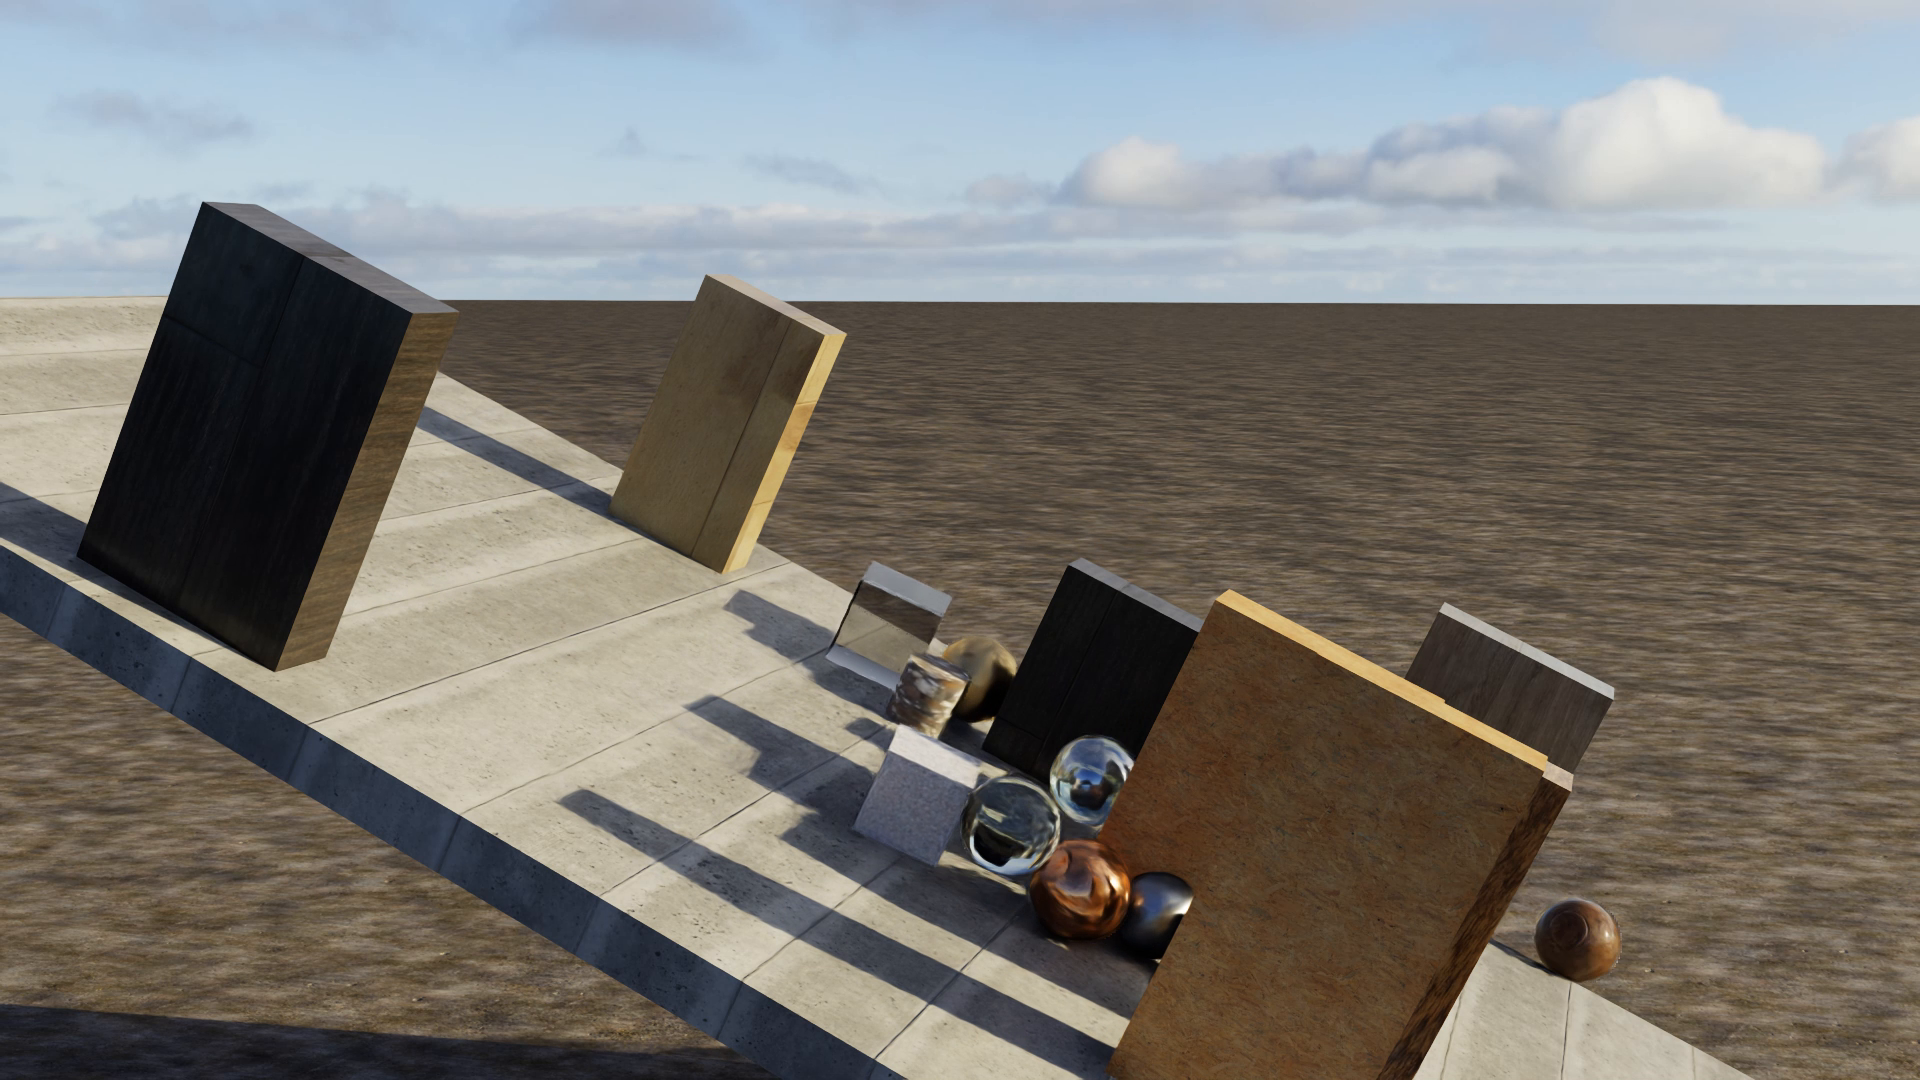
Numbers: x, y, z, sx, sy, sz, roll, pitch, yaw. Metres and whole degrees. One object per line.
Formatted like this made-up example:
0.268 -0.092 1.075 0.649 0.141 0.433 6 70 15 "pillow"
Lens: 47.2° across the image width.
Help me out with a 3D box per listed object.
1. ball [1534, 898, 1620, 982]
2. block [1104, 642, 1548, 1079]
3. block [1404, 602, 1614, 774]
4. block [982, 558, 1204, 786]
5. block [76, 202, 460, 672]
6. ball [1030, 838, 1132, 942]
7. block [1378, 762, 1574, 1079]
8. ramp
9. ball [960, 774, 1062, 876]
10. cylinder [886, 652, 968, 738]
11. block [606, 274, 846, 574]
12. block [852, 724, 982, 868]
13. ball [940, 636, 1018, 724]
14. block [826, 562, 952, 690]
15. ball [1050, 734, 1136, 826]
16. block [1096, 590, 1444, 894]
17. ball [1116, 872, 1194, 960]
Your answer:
1.356 0.880 4.832 0.181 0.181 0.181 0 7 0 "ball"
0.543 0.569 3.308 0.360 0.739 0.102 28 14 12 "block"
0.913 0.521 4.187 0.349 0.715 0.122 28 14 12 "block"
0.332 0.331 4.504 0.427 0.433 0.115 28 14 12 "block"
-1.098 -0.165 3.478 0.399 0.619 0.140 28 14 12 "block"
0.209 0.603 3.800 0.177 0.177 0.177 0 7 0 "ball"
0.726 0.622 3.582 0.248 0.666 0.120 28 14 12 "block"
-0.262 0.446 4.169 4.000 0.100 2.000 28 14 12 "ramp"
0.087 0.487 3.755 0.171 0.171 0.171 0 7 0 "ball"
-0.067 0.318 4.504 0.130 0.130 0.130 23 13 -6 "cylinder"
-0.524 -0.261 4.921 0.308 0.587 0.136 28 14 12 "block"
-0.075 0.453 3.909 0.162 0.162 0.162 25 13 0 "block"
0.035 0.296 4.652 0.182 0.182 0.182 0 7 0 "ball"
-0.151 0.187 4.726 0.189 0.189 0.189 25 13 1 "block"
0.255 0.454 4.155 0.172 0.172 0.172 0 7 0 "ball"
0.529 0.465 3.948 0.429 0.613 0.138 28 14 12 "block"
0.347 0.661 3.874 0.153 0.153 0.153 0 7 0 "ball"
